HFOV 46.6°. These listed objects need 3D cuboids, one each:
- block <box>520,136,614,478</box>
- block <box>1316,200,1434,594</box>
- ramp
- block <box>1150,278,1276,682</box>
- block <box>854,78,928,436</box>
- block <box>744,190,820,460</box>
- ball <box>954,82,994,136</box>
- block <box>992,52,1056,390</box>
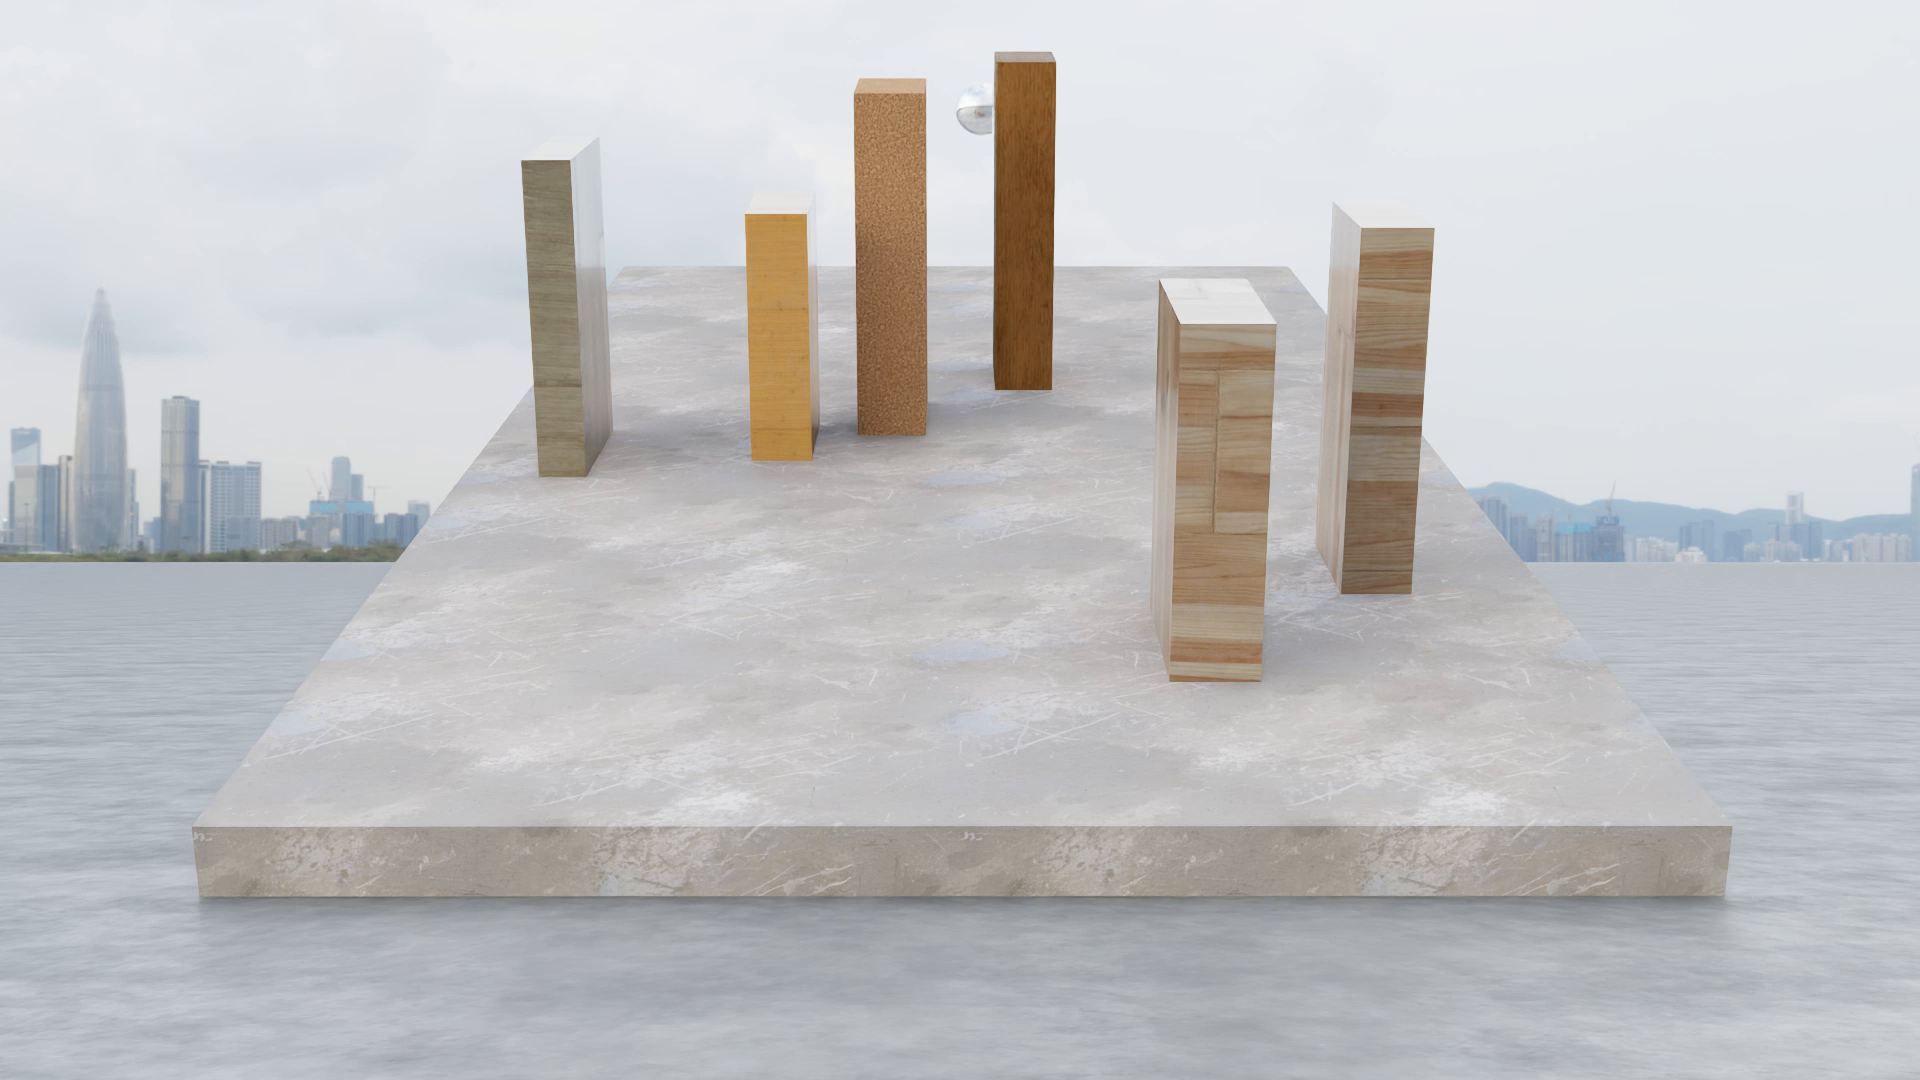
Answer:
[{"bbox_3d":[-0.799,-0.485,4.561,0.095,0.634,0.373,0,17,0],"label":"block"},{"bbox_3d":[0.707,-0.248,3.827,0.119,0.625,0.282,0,17,0],"label":"block"},{"bbox_3d":[-0.003,-0.179,4.814,2.000,0.100,4.000,0,17,0],"label":"ramp"},{"bbox_3d":[0.388,-0.100,3.472,0.139,0.554,0.348,0,17,0],"label":"block"},{"bbox_3d":[-0.147,-0.617,4.832,0.147,0.726,0.305,0,17,0],"label":"block"},{"bbox_3d":[-0.368,-0.453,4.667,0.124,0.511,0.306,0,17,0],"label":"block"},{"bbox_3d":[0.059,-1.195,6.167,0.147,0.147,0.147,0,0,0],"label":"ball"},{"bbox_3d":[0.148,-0.749,5.213,0.133,0.750,0.275,0,17,0],"label":"block"}]
